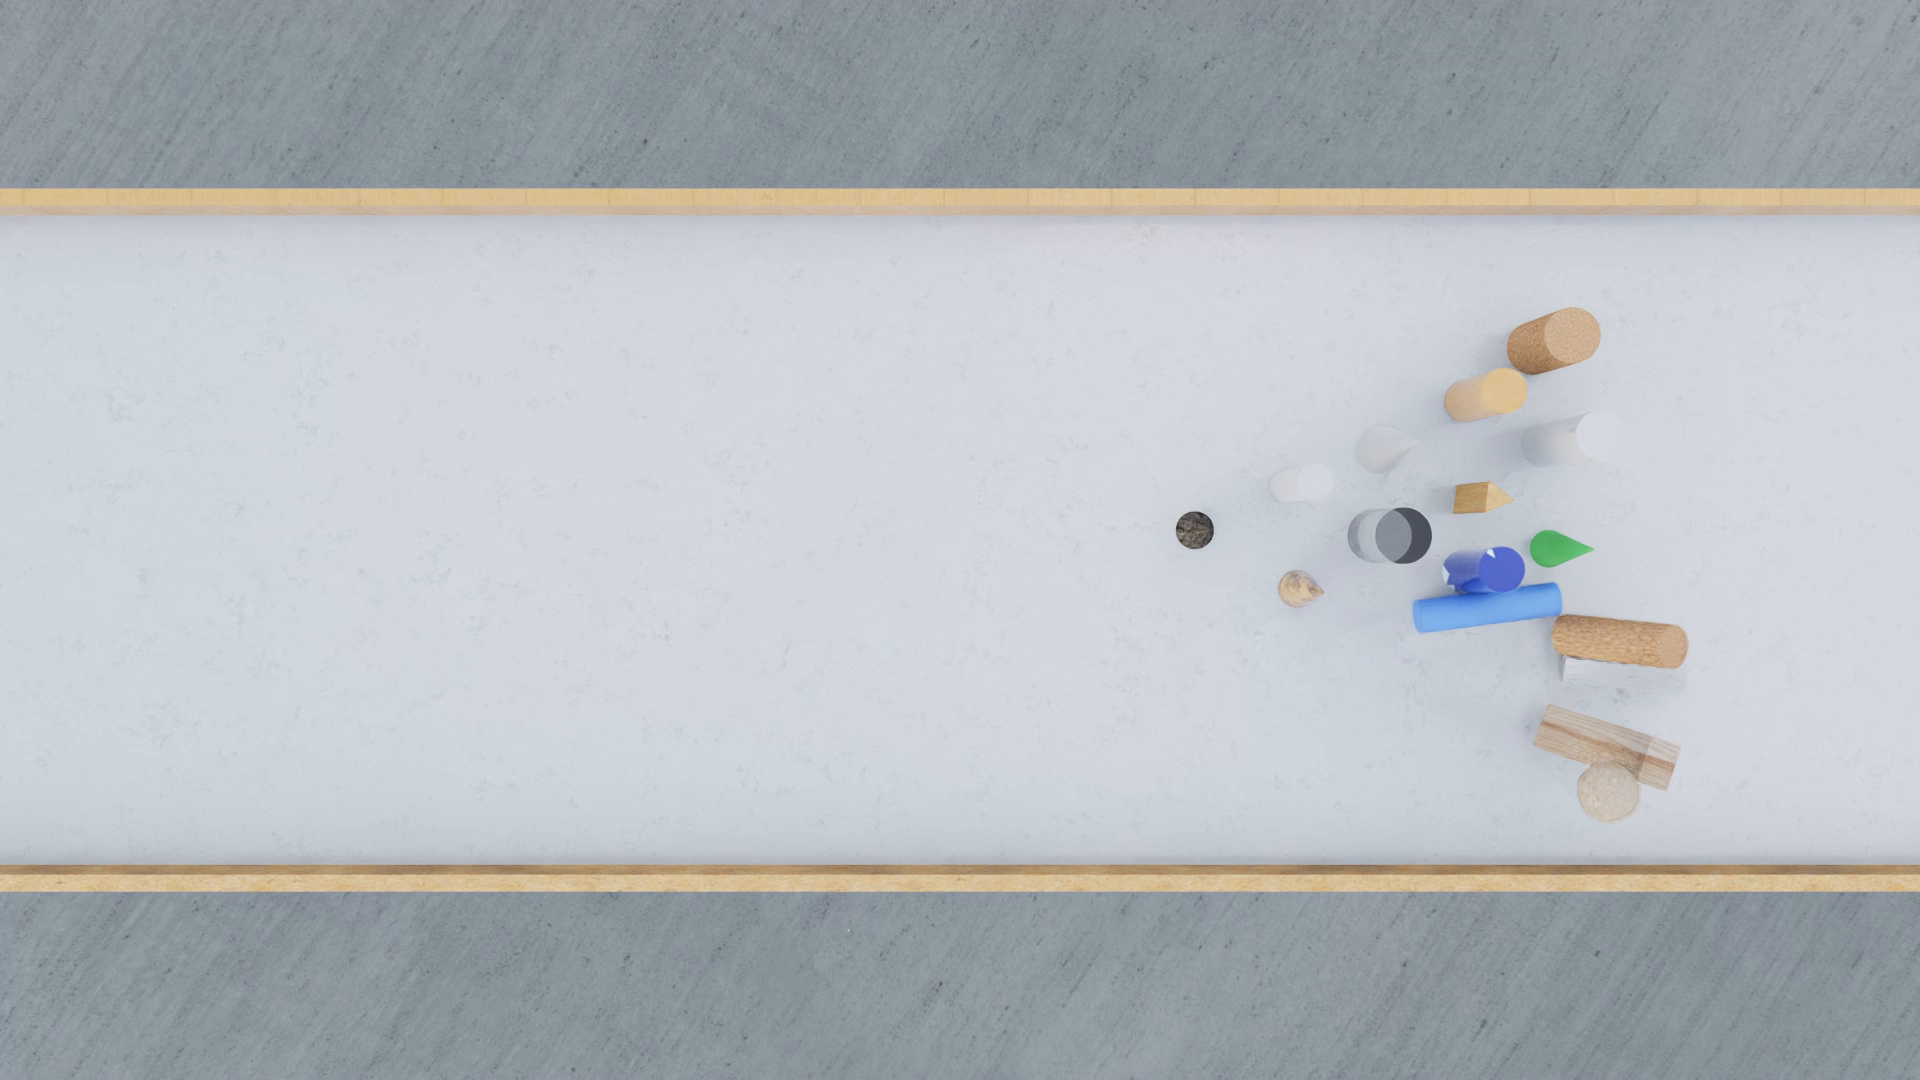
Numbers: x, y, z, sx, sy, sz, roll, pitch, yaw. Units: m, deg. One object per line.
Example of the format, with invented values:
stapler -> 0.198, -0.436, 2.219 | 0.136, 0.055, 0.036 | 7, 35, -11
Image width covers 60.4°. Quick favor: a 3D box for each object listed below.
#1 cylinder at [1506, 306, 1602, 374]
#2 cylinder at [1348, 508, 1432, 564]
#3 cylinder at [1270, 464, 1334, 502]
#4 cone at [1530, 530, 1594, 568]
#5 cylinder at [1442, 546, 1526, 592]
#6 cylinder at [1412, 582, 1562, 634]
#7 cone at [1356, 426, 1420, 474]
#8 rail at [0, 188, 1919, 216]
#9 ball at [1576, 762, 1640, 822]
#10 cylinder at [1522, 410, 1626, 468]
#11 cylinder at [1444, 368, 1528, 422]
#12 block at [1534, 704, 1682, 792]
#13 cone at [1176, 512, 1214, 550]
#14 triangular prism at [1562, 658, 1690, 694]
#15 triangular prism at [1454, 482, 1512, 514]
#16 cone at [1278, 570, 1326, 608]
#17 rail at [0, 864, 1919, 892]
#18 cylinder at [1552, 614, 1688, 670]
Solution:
cylinder -> 1.764, -0.590, 4.912 | 0.163, 0.329, 0.163 | 0, 90, 0
cylinder -> 1.274, -0.012, 4.907 | 0.164, 0.339, 0.164 | 0, 90, 0
cylinder -> 1.004, -0.165, 4.867 | 0.101, 0.419, 0.101 | 0, 90, 0
cone -> 1.812, 0.027, 4.889 | 0.116, 0.375, 0.116 | 0, 90, 0
cylinder -> 1.549, 0.090, 4.893 | 0.133, 0.363, 0.133 | 0, 88, 0
cylinder -> 1.605, 0.207, 5.025 | 0.426, 0.103, 0.103 | -7, 90, 0
cone -> 1.296, -0.279, 4.861 | 0.151, 0.431, 0.151 | 0, 90, 0
rail -> -2.247, -1.025, 5.002 | 12.000, 0.150, 0.050 | 0, 90, 0
ball -> 1.831, 0.711, 4.663 | 0.166, 0.166, 0.166 | 0, 90, 0
cylinder -> 1.798, -0.294, 4.852 | 0.141, 0.450, 0.141 | 0, 90, 0
cylinder -> 1.555, -0.427, 4.892 | 0.131, 0.369, 0.131 | 0, 90, 0
block -> 1.908, 0.610, 4.878 | 0.137, 0.380, 0.137 | 19, 90, -30
cone -> 0.723, -0.030, 4.926 | 0.118, 0.301, 0.118 | 0, 90, 0
triangular prism -> 2.006, 0.390, 4.979 | 0.348, 0.076, 0.088 | 5, 57, 14
triangular prism -> 1.546, -0.134, 4.922 | 0.089, 0.308, 0.077 | -22, 90, 0
cone -> 1.038, 0.151, 4.882 | 0.117, 0.389, 0.117 | 0, 90, 0
rail -> -2.247, 1.025, 5.001 | 12.000, 0.150, 0.050 | 0, 90, 0
cylinder -> 1.946, 0.298, 4.879 | 0.127, 0.381, 0.127 | -2, 93, -29
